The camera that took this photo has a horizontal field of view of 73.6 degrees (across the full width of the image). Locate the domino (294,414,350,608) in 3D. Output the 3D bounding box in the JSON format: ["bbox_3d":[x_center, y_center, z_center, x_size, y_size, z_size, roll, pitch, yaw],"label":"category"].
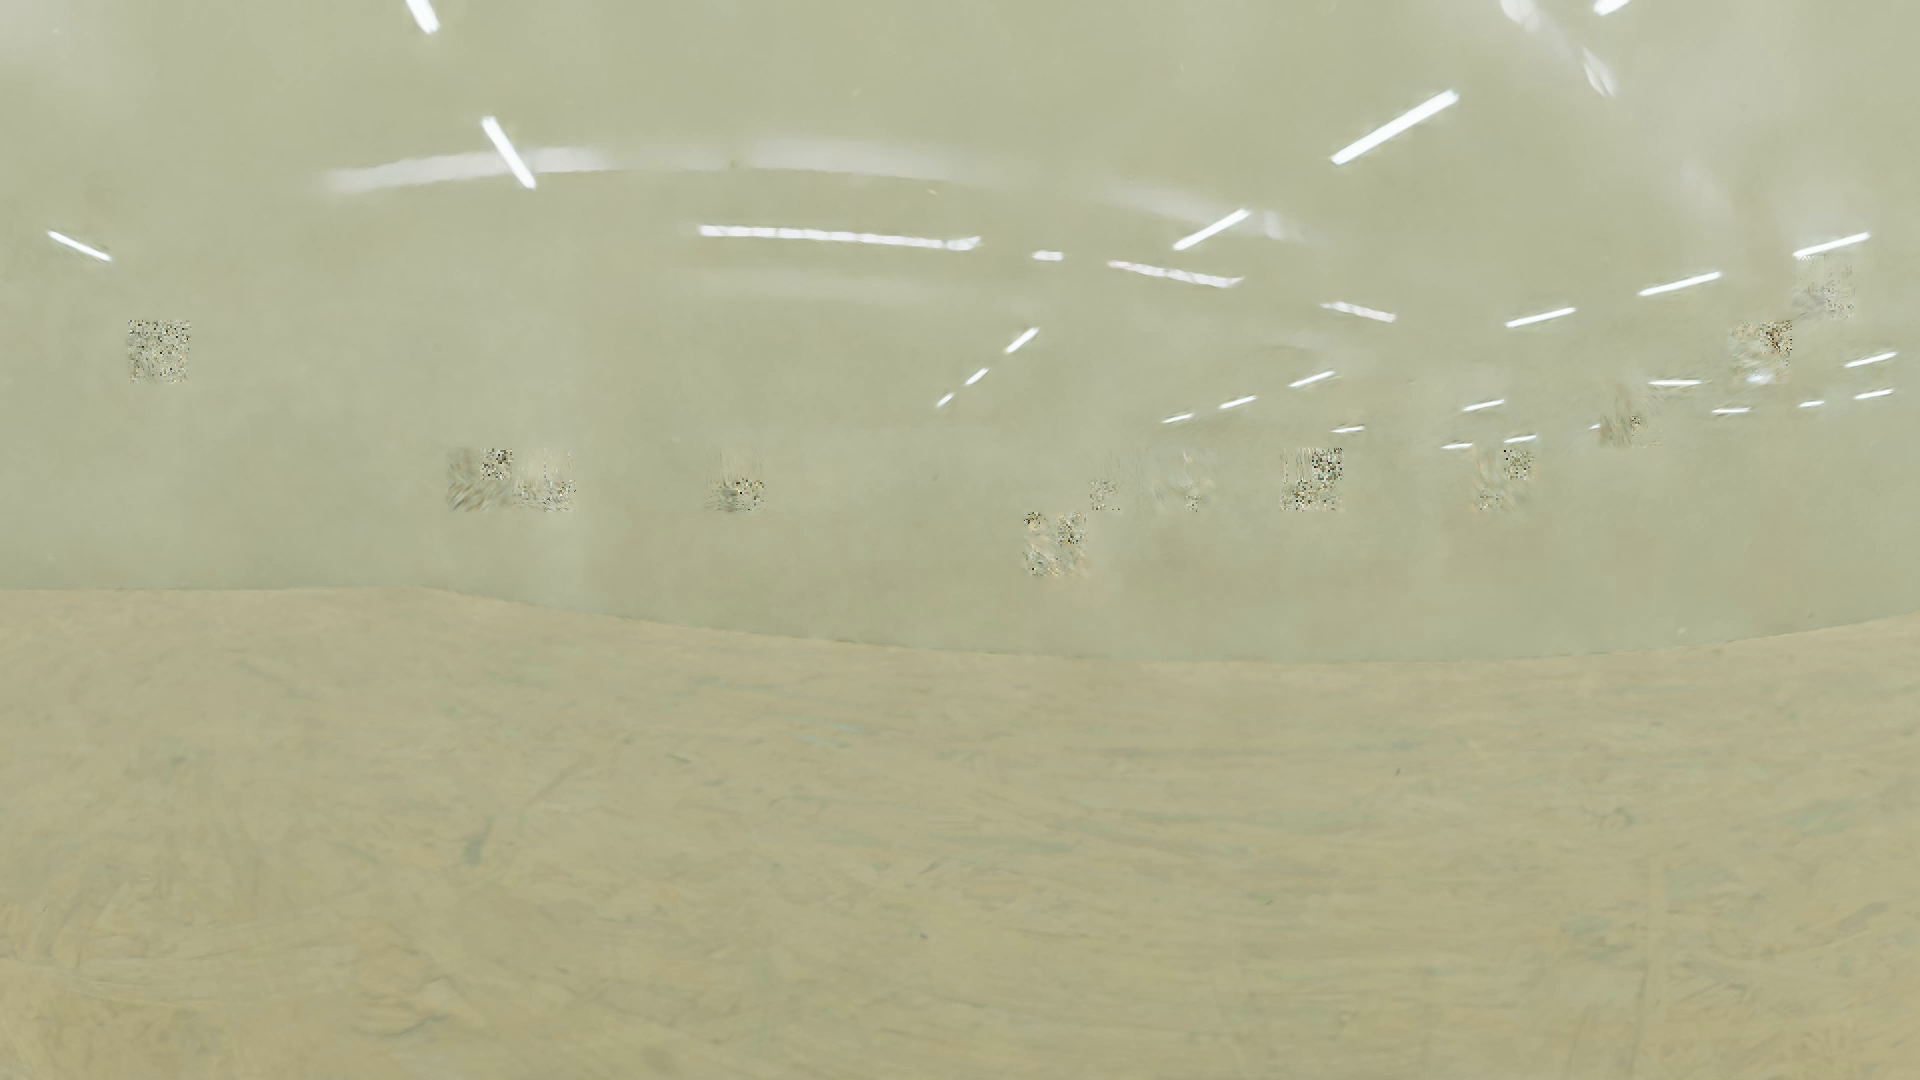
[{"bbox_3d":[-0.170,-0.008,0.343,0.009,0.050,0.025,-2,5,-22],"label":"domino"}]

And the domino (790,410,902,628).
[{"bbox_3d":[-0.027,-0.005,0.306,0.025,0.050,0.009,-4,6,-40],"label":"domino"}]

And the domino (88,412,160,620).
[{"bbox_3d":[-0.208,-0.006,0.319,0.010,0.050,0.025,-4,6,-42],"label":"domino"}]

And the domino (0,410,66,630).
[{"bbox_3d":[-0.223,-0.005,0.302,0.025,0.050,0.009,3,5,34],"label":"domino"}]

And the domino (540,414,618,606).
[{"bbox_3d":[-0.104,-0.009,0.350,0.010,0.050,0.025,1,4,9],"label":"domino"}]

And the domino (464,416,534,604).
[{"bbox_3d":[-0.126,-0.009,0.351,0.009,0.050,0.025,0,4,-1],"label":"domino"}]

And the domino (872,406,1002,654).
[{"bbox_3d":[-0.005,-0.003,0.267,0.025,0.050,0.009,-2,5,-20],"label":"domino"}]

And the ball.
[{"bbox_3d":[0.000,-0.002,0.056,0.080,0.080,0.080,0,4,0],"label":"ball"}]

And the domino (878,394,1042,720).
[{"bbox_3d":[0.000,0.002,0.201,0.025,0.050,0.010,0,4,0],"label":"domino"}]

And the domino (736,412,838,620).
[{"bbox_3d":[-0.043,-0.007,0.322,0.009,0.050,0.025,4,6,40],"label":"domino"}]

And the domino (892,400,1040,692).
[{"bbox_3d":[0.001,0.001,0.223,0.025,0.050,0.010,0,4,2],"label":"domino"}]

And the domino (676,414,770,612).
[{"bbox_3d":[-0.061,-0.008,0.335,0.009,0.050,0.025,2,5,30],"label":"domino"}]

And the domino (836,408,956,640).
[{"bbox_3d":[-0.014,-0.004,0.288,0.025,0.050,0.009,-2,5,-29],"label":"domino"}]

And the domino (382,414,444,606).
[{"bbox_3d":[-0.148,-0.009,0.349,0.010,0.050,0.025,-1,4,-11],"label":"domino"}]

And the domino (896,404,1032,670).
[{"bbox_3d":[0.001,-0.001,0.246,0.025,0.050,0.009,0,4,-6],"label":"domino"}]

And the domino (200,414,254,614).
[{"bbox_3d":[-0.190,-0.007,0.333,0.009,0.050,0.025,-3,5,-32],"label":"domino"}]

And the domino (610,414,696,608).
[{"bbox_3d":[-0.082,-0.008,0.344,0.009,0.050,0.025,1,5,19],"label":"domino"}]
